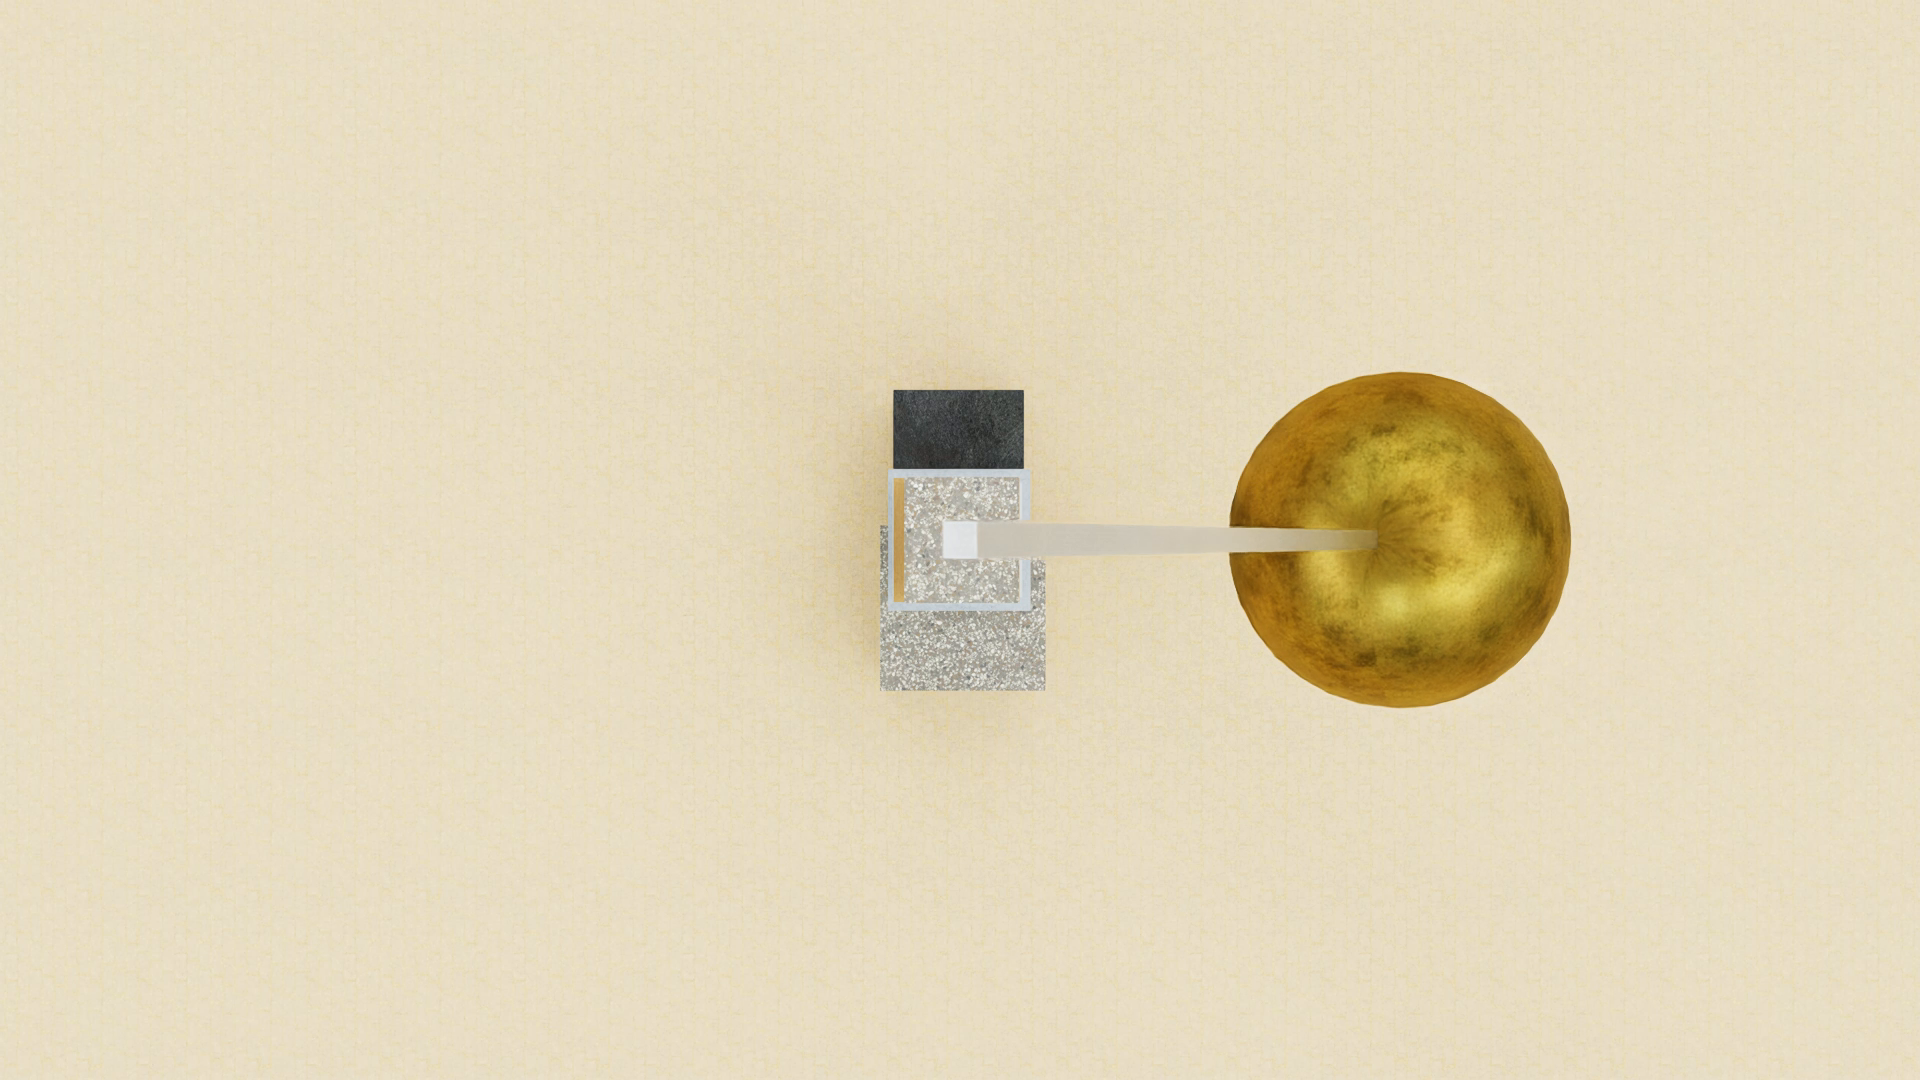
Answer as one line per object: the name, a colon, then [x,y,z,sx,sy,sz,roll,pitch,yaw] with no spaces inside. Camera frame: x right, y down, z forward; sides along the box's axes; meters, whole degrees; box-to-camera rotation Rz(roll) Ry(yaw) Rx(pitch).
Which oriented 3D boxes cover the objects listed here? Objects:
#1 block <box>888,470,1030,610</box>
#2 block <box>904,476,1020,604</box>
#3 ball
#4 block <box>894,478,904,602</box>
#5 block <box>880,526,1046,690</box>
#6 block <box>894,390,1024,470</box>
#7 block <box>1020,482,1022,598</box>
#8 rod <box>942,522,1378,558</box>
block: [-0.003,0.000,11.260,0.711,0.568,0.707,0,90,0]
block: [0.007,0.000,9.583,0.487,0.488,0.535,0,90,0]
ball: [2.074,0.000,10.433,1.600,1.600,1.600,0,90,0]
block: [-0.016,0.000,10.088,0.564,0.523,0.555,0,90,0]
block: [0.016,0.376,12.578,0.915,0.844,0.915,0,90,0]
block: [-0.007,-0.463,12.598,0.726,0.805,0.742,0,90,0]
block: [-0.011,0.000,10.663,0.608,0.626,0.538,0,90,0]
rod: [0.899,0.000,7.243,0.080,5.200,0.080,0,90,20]
